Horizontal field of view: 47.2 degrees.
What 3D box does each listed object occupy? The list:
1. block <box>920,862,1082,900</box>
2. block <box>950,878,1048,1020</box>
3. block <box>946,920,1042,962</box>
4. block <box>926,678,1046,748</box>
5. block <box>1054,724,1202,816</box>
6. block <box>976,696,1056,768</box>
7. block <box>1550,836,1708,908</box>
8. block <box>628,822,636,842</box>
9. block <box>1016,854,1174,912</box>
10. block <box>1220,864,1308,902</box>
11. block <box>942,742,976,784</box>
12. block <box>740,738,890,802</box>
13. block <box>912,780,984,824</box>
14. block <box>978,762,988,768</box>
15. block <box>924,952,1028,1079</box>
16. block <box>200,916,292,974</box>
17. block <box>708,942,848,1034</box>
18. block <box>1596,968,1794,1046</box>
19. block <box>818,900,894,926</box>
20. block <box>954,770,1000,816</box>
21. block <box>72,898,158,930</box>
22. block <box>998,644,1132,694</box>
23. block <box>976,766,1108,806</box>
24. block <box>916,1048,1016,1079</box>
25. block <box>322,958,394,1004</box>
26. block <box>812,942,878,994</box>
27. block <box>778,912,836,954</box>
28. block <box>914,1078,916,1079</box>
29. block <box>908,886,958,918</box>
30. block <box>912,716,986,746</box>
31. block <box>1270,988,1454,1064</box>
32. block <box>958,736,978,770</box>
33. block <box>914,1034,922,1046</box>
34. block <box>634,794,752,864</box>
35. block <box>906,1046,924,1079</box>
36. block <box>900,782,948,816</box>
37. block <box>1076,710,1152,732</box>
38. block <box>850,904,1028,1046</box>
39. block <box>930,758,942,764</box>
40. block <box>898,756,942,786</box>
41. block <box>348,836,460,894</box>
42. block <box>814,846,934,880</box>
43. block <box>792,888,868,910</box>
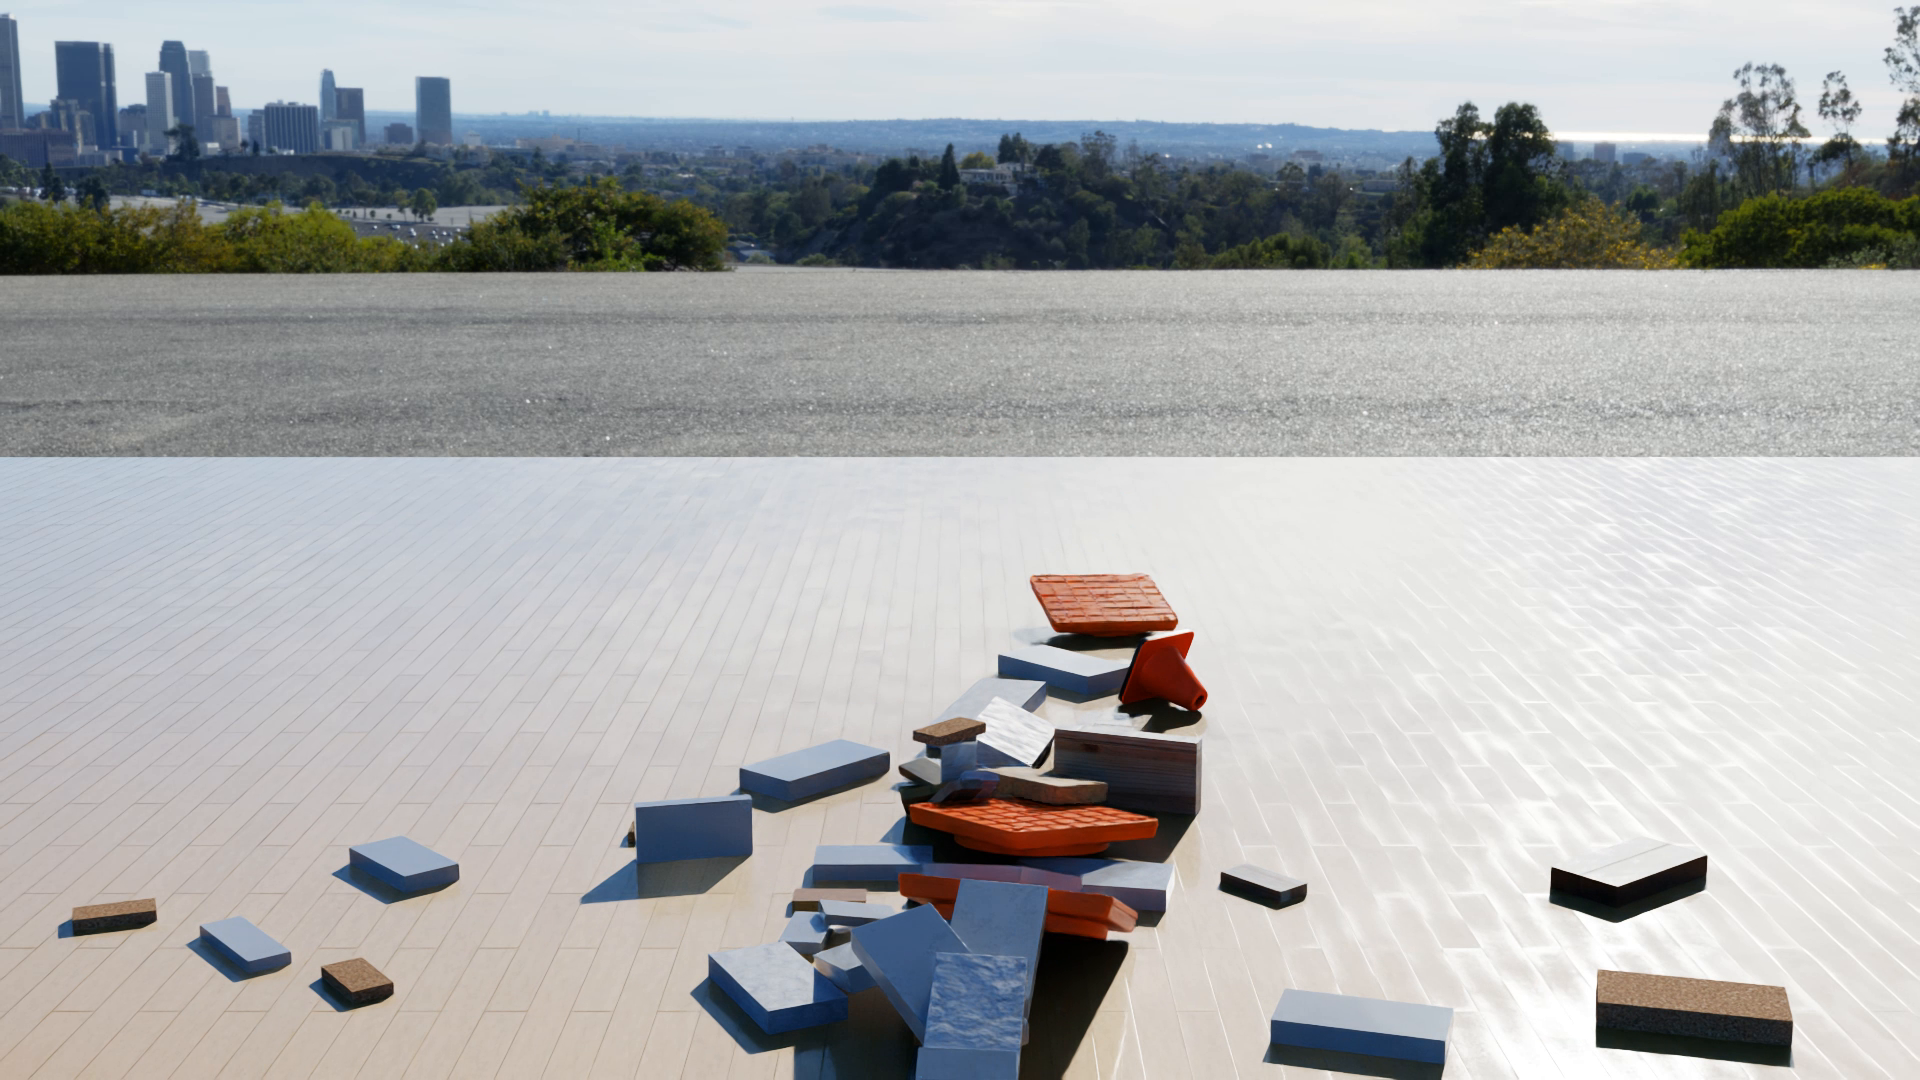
[{"bbox_3d":[0.062,0.527,3.402,0.120,0.034,0.248,16,-15,-35],"label":"block"},{"bbox_3d":[0.046,0.567,3.059,0.127,0.036,0.254,4,28,7],"label":"block"},{"bbox_3d":[0.034,0.595,3.267,0.127,0.036,0.254,3,-13,15],"label":"block"},{"bbox_3d":[0.061,0.372,4.726,0.148,0.042,0.441,3,11,15],"label":"block"},{"bbox_3d":[0.315,0.431,4.144,0.278,0.139,0.039,4,11,21],"label":"block"},{"bbox_3d":[0.098,0.400,4.424,0.148,0.042,0.295,26,15,8],"label":"block"},{"bbox_3d":[1.135,0.560,3.727,0.261,0.037,0.131,-8,13,-38],"label":"block"},{"bbox_3d":[-0.532,0.526,3.967,0.126,0.018,0.063,0,11,0],"label":"block"},{"bbox_3d":[0.221,0.571,3.669,0.261,0.037,0.131,2,11,11],"label":"block"},{"bbox_3d":[0.510,0.576,3.694,0.067,0.019,0.134,-9,14,-40],"label":"block"},{"bbox_3d":[-0.002,0.443,4.098,0.067,0.133,0.019,0,11,0],"label":"block"},{"bbox_3d":[-0.283,0.450,4.317,0.139,0.039,0.277,9,14,41],"label":"block"},{"bbox_3d":[-0.022,0.475,3.983,0.067,0.019,0.134,3,-35,-38],"label":"block"},{"bbox_3d":[0.036,0.444,4.296,0.064,0.018,0.128,19,10,-25],"label":"block"},{"bbox_3d":[0.019,0.623,2.809,0.121,0.034,0.242,3,30,4],"label":"block"},{"bbox_3d":[-1.111,0.627,3.416,0.067,0.019,0.201,-8,13,-38],"label":"block"},{"bbox_3d":[-0.269,0.654,3.227,0.123,0.035,0.246,-5,12,-26],"label":"block"},{"bbox_3d":[1.047,0.668,3.148,0.261,0.037,0.131,3,11,15],"label":"block"},{"bbox_3d":[-0.163,0.598,3.511,0.120,0.017,0.060,8,12,-16],"label":"block"},{"bbox_3d":[0.016,0.465,4.025,0.067,0.019,0.134,4,-36,-23],"label":"block"},{"bbox_3d":[-1.363,0.604,3.547,0.126,0.018,0.063,-4,11,-21],"label":"block"},{"bbox_3d":[0.243,0.300,5.117,0.148,0.042,0.295,-9,14,-42],"label":"block"},{"bbox_3d":[0.147,0.453,4.067,0.120,0.034,0.239,1,2,-38],"label":"block"},{"bbox_3d":[0.003,0.698,2.605,0.121,0.034,0.242,2,28,3],"label":"block"},{"bbox_3d":[-0.897,0.655,3.272,0.063,0.018,0.126,-8,13,-36],"label":"block"},{"bbox_3d":[-0.129,0.612,3.205,0.123,0.035,0.246,-17,-1,-15],"label":"block"},{"bbox_3d":[-0.240,0.618,3.465,0.067,0.019,0.134,1,11,7],"label":"block"},{"bbox_3d":[-0.004,0.704,2.785,0.113,0.032,0.225,2,10,10],"label":"block"},{"bbox_3d":[-0.025,0.593,3.607,0.060,0.017,0.120,-9,14,-42],"label":"block"},{"bbox_3d":[-0.019,0.360,4.128,0.067,0.019,0.133,9,14,40],"label":"block"},{"bbox_3d":[0.565,0.681,3.086,0.239,0.034,0.120,3,11,18],"label":"block"},{"bbox_3d":[-0.001,0.428,4.175,0.067,0.133,0.019,1,11,4],"label":"block"},{"bbox_3d":[-0.005,0.664,3.063,0.112,0.032,0.225,0,-1,0],"label":"block"},{"bbox_3d":[-0.466,0.505,3.848,0.203,0.101,0.029,-3,11,-14],"label":"block"},{"bbox_3d":[-0.012,0.716,2.903,0.113,0.032,0.225,1,11,5],"label":"block"},{"bbox_3d":[-0.039,0.475,4.063,0.134,0.019,0.067,-10,-33,2],"label":"block"},{"bbox_3d":[0.301,0.410,4.531,0.139,0.039,0.277,3,11,16],"label":"block"},{"bbox_3d":[-0.030,0.594,2.933,0.123,0.035,0.279,-15,32,-24],"label":"block"},{"bbox_3d":[-0.032,0.453,4.358,0.128,0.018,0.064,3,11,16],"label":"block"},{"bbox_3d":[-0.057,0.458,4.277,0.064,0.018,0.128,-16,23,-33],"label":"block"},{"bbox_3d":[-0.955,0.555,3.776,0.101,0.029,0.203,-9,14,-41],"label":"block"},{"bbox_3d":[-0.148,0.555,3.780,0.203,0.029,0.101,0,11,0],"label":"block"},{"bbox_3d":[-0.214,0.591,3.616,0.120,0.017,0.060,0,11,0],"label":"block"}]
